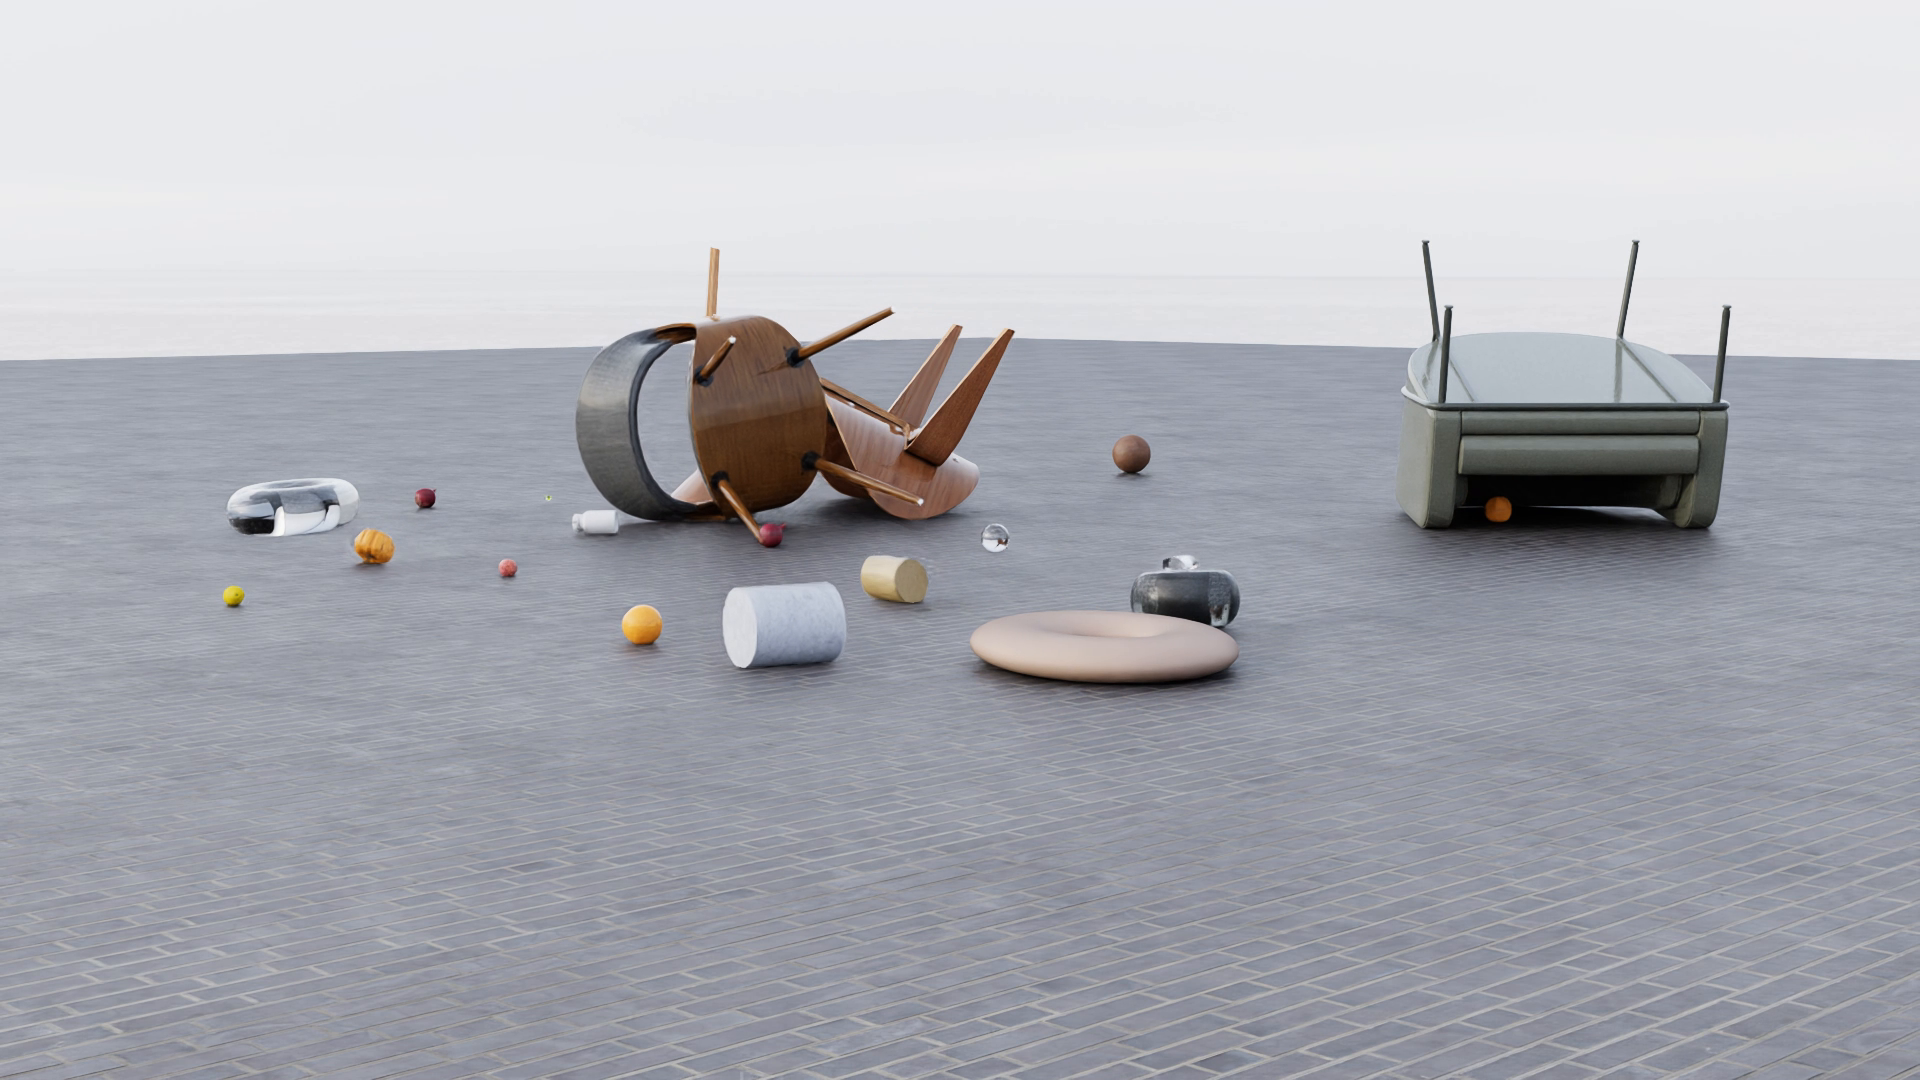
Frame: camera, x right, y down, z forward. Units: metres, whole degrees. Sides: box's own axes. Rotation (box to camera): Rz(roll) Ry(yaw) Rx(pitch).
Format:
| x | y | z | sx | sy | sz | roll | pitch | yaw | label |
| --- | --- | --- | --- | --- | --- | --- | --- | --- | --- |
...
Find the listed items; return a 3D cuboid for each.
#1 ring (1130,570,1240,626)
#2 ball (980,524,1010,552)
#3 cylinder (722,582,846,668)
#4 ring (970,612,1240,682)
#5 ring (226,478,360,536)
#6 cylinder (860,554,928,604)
| x | y | z | sx | sy | sz | roll | pitch | yaw | label |
| --- | --- | --- | --- | --- | --- | --- | --- | --- | --- |
| 0.423 | 0.111 | 4.826 | 0.212 | 0.105 | 0.183 | -2 | 0 | 31 | ring |
| 0.084 | -0.004 | 6.119 | 0.069 | 0.069 | 0.069 | 0 | 6 | 0 | ball |
| -0.299 | 0.143 | 4.359 | 0.166 | 0.136 | 0.136 | -3 | -26 | -30 | cylinder |
| 0.243 | 0.178 | 4.344 | 0.441 | 0.071 | 0.514 | -2 | 6 | -22 | ring |
| -1.731 | -0.087 | 6.672 | 0.294 | 0.121 | 0.468 | 0 | 6 | 13 | ring |
| -0.133 | 0.079 | 5.204 | 0.107 | 0.096 | 0.083 | 6 | 48 | 47 | cylinder |
